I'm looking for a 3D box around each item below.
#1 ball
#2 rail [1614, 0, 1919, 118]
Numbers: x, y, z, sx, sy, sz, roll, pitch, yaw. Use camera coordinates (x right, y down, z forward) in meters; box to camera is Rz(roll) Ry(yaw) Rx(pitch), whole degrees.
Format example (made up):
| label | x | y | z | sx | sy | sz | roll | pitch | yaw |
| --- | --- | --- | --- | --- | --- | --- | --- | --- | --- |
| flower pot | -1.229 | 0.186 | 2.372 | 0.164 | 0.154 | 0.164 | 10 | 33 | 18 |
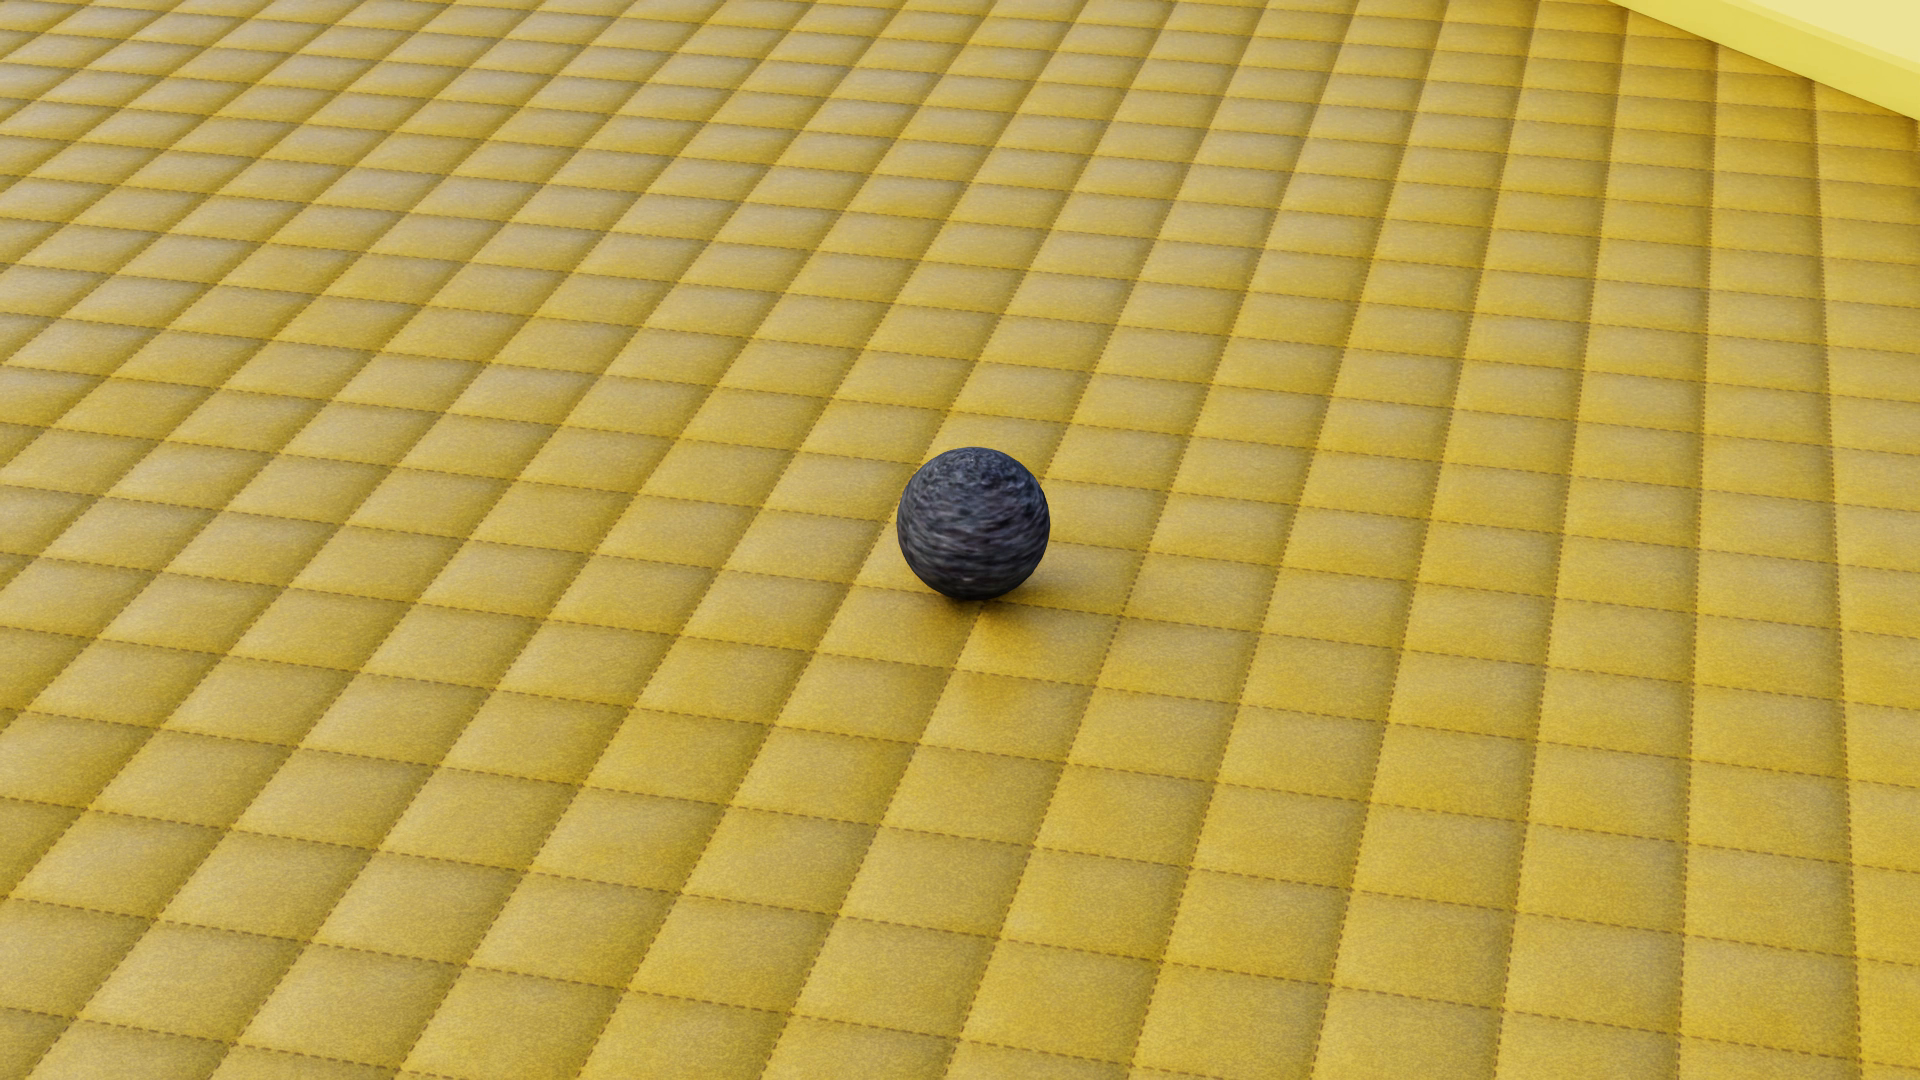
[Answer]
| label | x | y | z | sx | sy | sz | roll | pitch | yaw |
| --- | --- | --- | --- | --- | --- | --- | --- | --- | --- |
| ball | 0.008 | -0.010 | 1.868 | 0.098 | 0.098 | 0.098 | 0 | 28 | 0 |
| rail | 0.425 | -0.757 | 3.223 | 0.045 | 0.127 | 4.394 | -16 | 32 | -27 |
